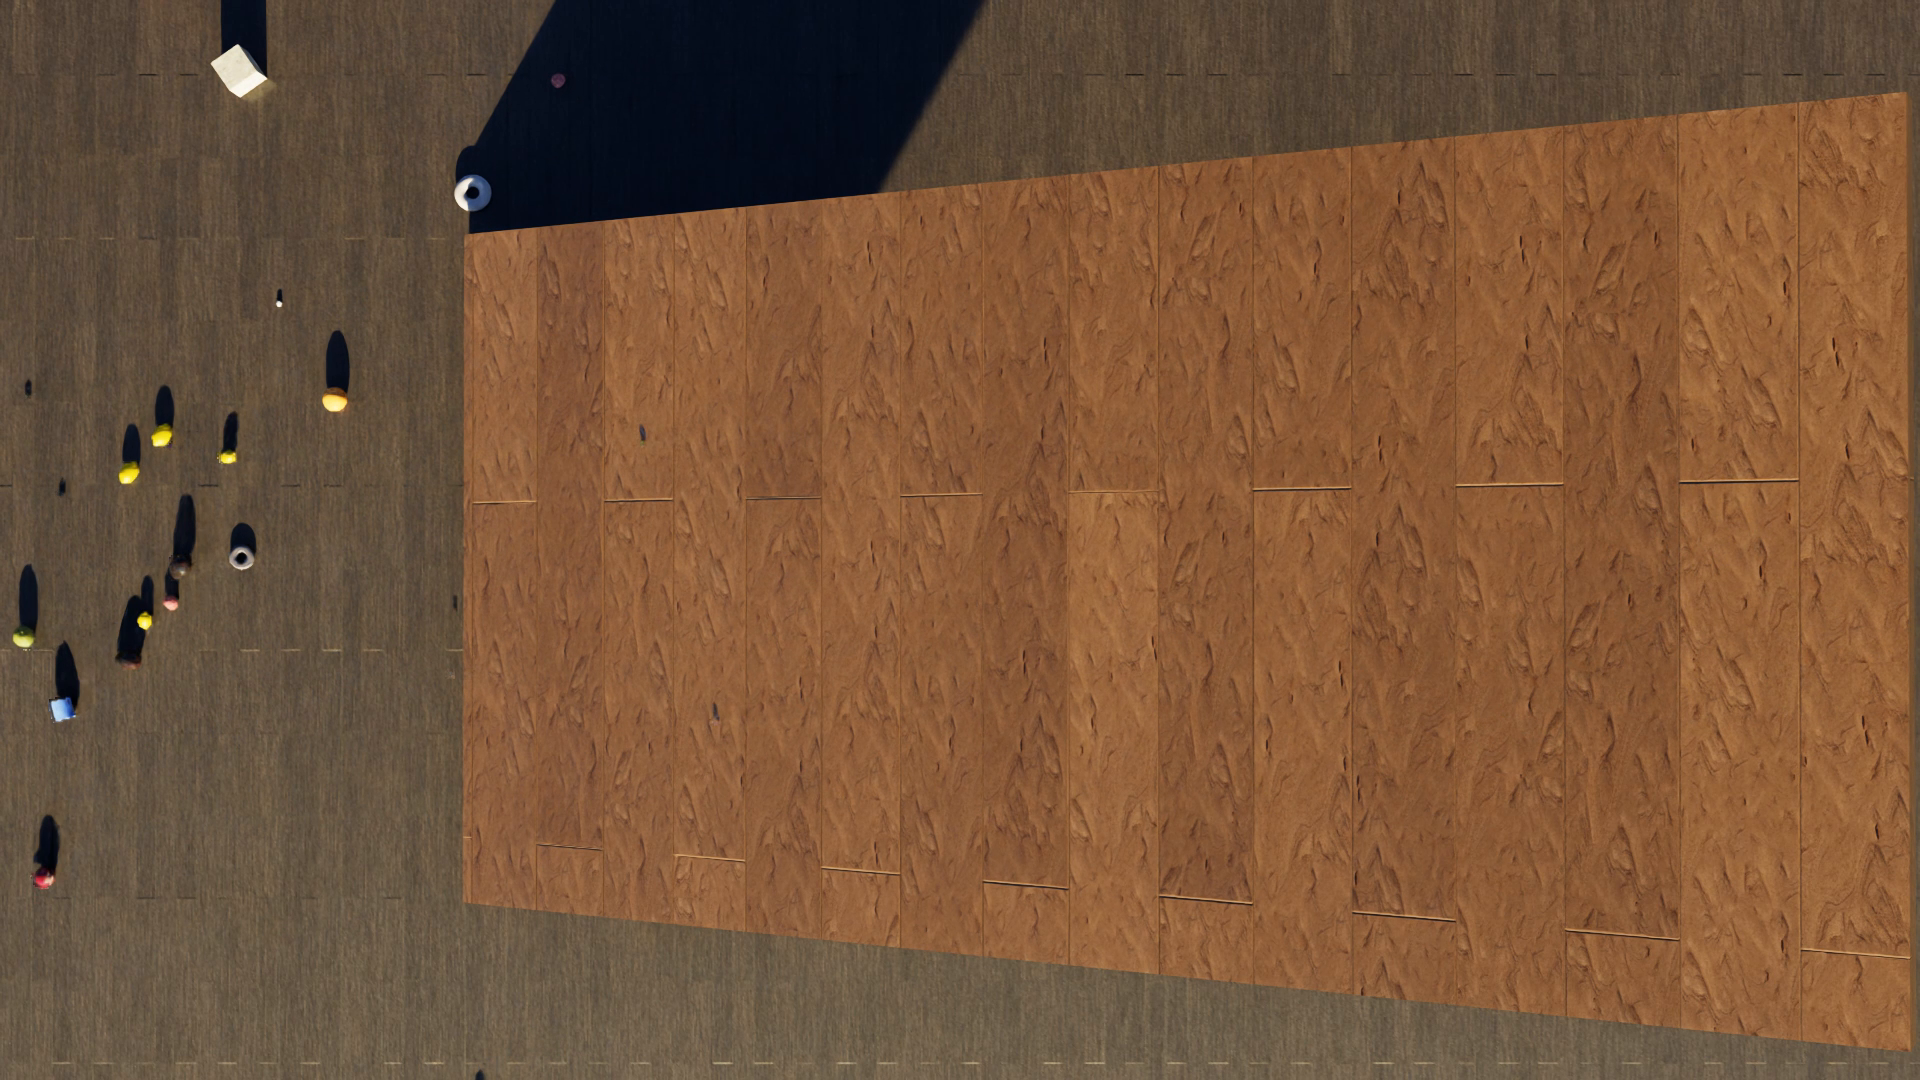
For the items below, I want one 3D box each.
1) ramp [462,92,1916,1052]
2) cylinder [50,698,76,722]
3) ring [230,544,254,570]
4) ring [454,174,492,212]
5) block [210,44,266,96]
[{"bbox_3d":[0.270,0.075,5.626,4.000,0.100,2.000,0,89,30],"label":"ramp"},{"bbox_3d":[-2.707,0.511,6.637,0.059,0.059,0.059,-17,90,0],"label":"cylinder"},{"bbox_3d":[-2.174,0.050,6.658,0.078,0.026,0.078,0,89,-1],"label":"ring"},{"bbox_3d":[-1.476,-1.052,6.663,0.112,0.037,0.112,0,89,-1],"label":"ring"},{"bbox_3d":[-2.175,-1.416,6.635,0.099,0.099,0.099,-35,90,0],"label":"block"}]
